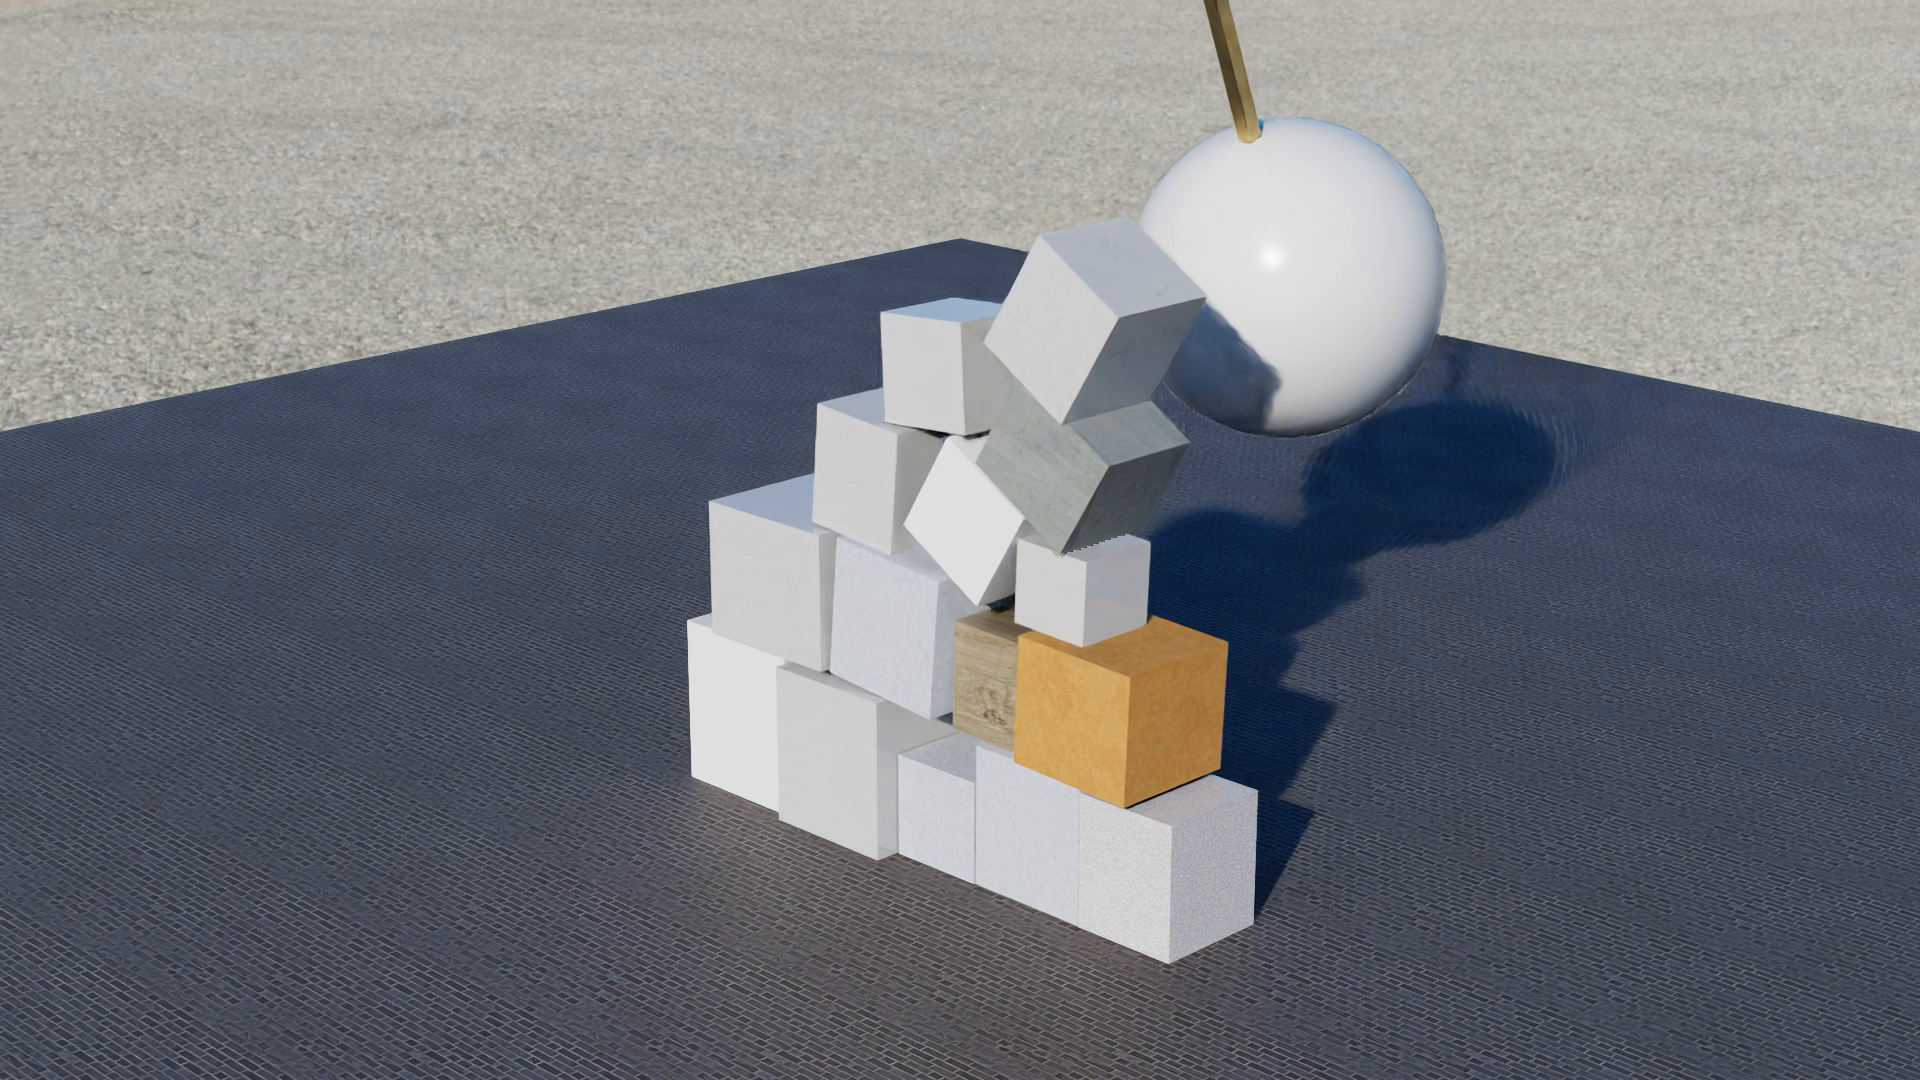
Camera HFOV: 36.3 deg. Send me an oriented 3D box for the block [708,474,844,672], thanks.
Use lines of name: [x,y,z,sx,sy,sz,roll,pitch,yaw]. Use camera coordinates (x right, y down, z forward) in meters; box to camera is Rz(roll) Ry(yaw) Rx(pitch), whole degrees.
block: [-0.650,0.133,14.067,0.775,0.667,0.770,17,24,42]

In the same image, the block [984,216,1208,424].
block: [0.571,-0.935,12.438,0.560,0.604,0.533,-17,56,-43]

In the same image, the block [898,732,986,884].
block: [0.093,1.218,13.644,0.577,0.495,0.491,-17,24,-42]

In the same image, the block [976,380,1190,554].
block: [0.529,-0.379,12.701,0.528,0.528,0.593,-17,56,-43]

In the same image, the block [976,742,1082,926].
block: [0.499,1.252,13.235,0.576,0.676,0.629,-17,24,-42]

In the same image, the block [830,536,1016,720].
block: [-0.113,0.330,13.562,0.665,0.672,0.674,23,28,40]

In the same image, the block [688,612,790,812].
block: [-0.830,0.783,14.480,0.722,0.823,0.709,-17,24,-42]

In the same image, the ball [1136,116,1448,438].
ball: [1.623,-1.307,14.632,1.600,1.600,1.600,0,17,0]

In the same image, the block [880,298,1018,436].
block: [-0.005,-0.781,13.106,0.459,0.500,0.508,-16,19,-43]

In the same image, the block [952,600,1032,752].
block: [0.306,0.617,13.236,0.488,0.519,0.457,19,25,42]

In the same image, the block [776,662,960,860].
block: [-0.334,0.956,14.004,0.825,0.780,0.689,-17,24,-42]

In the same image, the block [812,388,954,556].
block: [-0.281,-0.337,13.521,0.567,0.579,0.530,-17,29,-42]

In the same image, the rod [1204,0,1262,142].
rod: [0.703,-4.028,12.813,0.080,5.200,0.080,17,46,42]

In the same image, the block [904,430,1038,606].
block: [0.190,-0.134,13.097,0.513,0.544,0.539,-17,55,-43]

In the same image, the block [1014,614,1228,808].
block: [0.701,0.711,12.827,0.652,0.599,0.637,20,26,41]

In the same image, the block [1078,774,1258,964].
block: [0.908,1.397,12.837,0.568,0.637,0.529,-17,24,-42]

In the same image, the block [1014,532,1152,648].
block: [0.535,0.184,12.818,0.407,0.390,0.415,20,26,41]
